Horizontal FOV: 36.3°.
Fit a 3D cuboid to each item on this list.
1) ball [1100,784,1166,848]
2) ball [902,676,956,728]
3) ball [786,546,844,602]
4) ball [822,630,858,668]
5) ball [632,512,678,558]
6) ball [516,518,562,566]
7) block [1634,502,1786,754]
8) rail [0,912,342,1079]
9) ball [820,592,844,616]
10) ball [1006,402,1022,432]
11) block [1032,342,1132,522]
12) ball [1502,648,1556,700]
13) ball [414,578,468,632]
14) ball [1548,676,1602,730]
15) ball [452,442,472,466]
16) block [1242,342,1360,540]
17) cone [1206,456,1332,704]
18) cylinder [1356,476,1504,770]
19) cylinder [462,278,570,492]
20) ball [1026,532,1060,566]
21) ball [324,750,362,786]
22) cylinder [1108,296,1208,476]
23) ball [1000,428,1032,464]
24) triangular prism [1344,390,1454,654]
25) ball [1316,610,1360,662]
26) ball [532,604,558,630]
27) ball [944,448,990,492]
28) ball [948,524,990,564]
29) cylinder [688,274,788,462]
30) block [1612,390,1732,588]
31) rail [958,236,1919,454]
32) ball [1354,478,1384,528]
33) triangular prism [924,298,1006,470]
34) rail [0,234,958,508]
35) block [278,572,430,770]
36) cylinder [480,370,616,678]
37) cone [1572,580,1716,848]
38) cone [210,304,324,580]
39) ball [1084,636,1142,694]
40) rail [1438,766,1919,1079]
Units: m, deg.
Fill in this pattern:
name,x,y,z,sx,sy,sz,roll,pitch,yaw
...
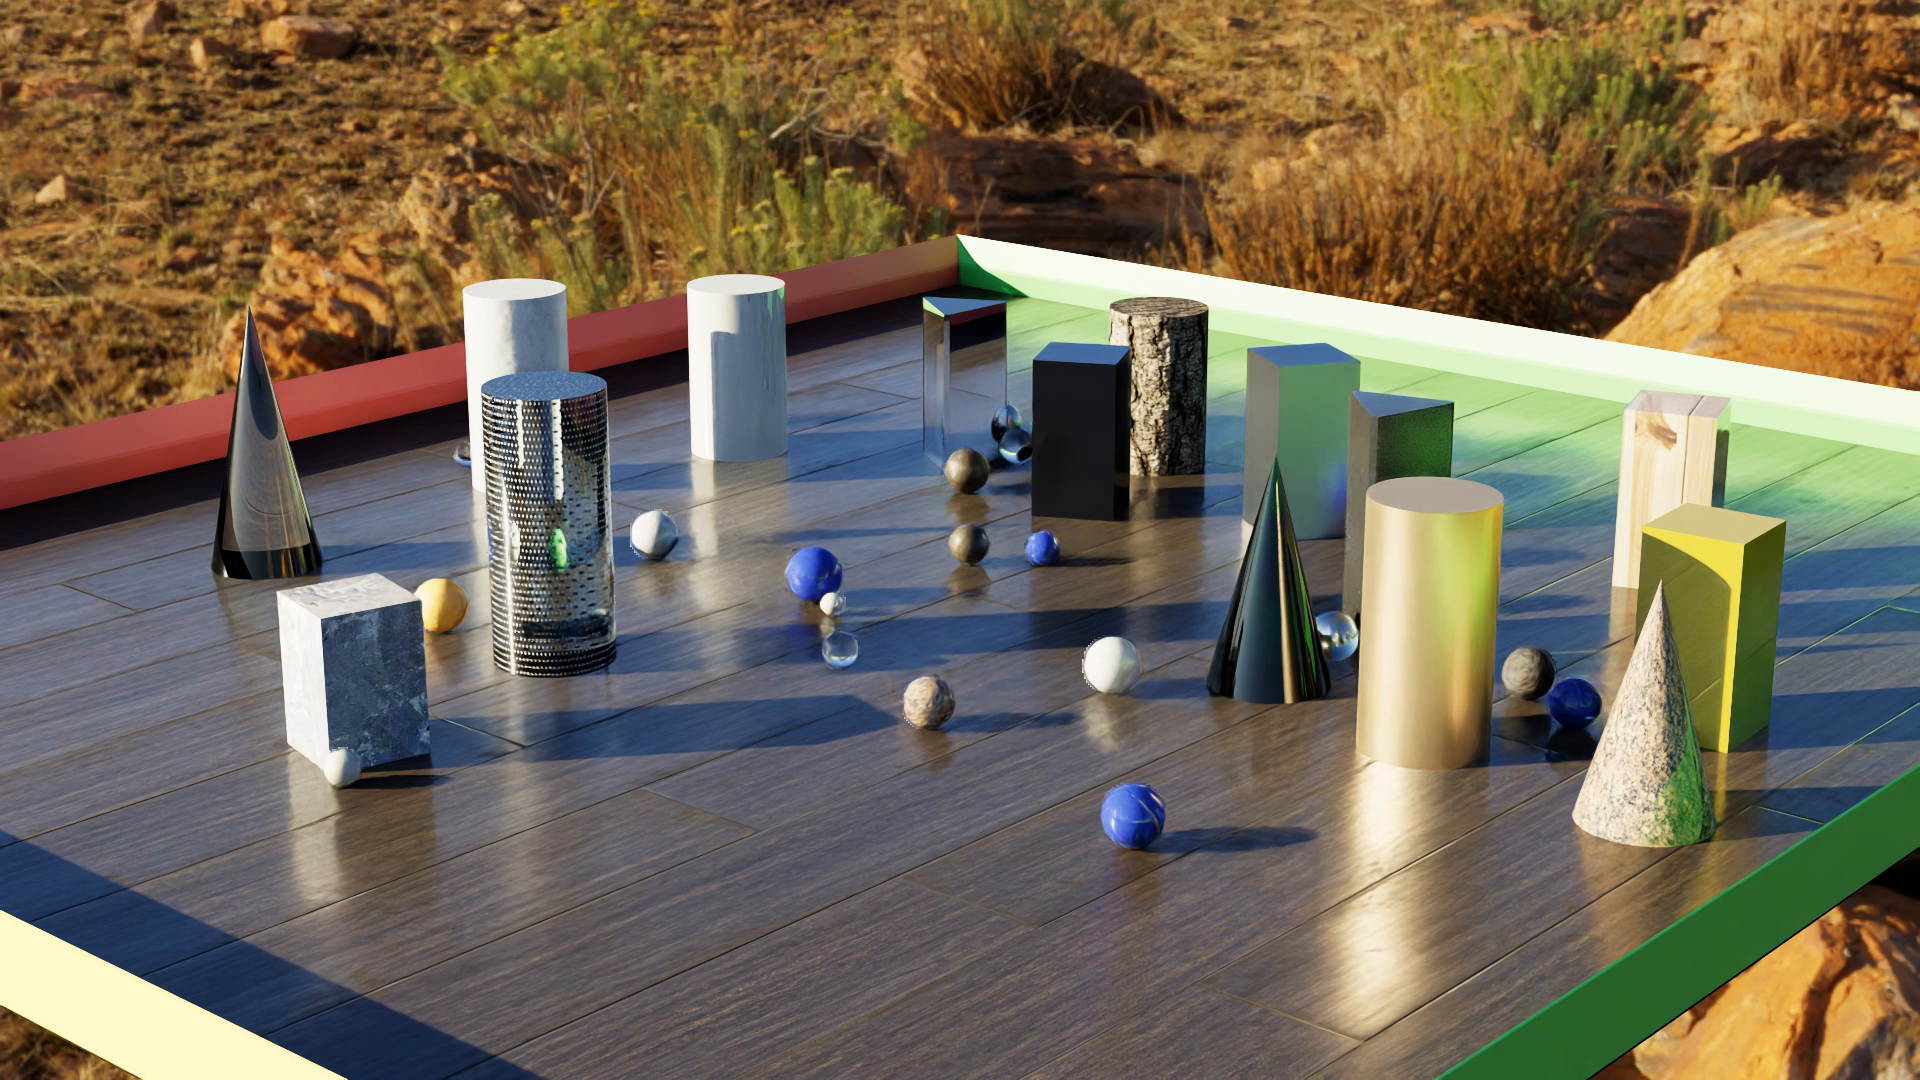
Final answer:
name,x,y,z,sx,sy,sz,roll,pitch,yaw
ball,0.239,0.380,4.039,0.089,0.089,0.089,0,17,0
ball,-0.047,0.249,4.491,0.081,0.081,0.081,0,17,0
ball,-0.252,0.059,5.089,0.098,0.098,0.098,0,17,0
ball,-0.195,0.178,4.760,0.061,0.061,0.061,0,17,0
ball,-0.556,-0.010,5.339,0.086,0.086,0.086,0,17,0
ball,-0.761,0.003,5.297,0.086,0.086,0.086,0,17,0
block,1.135,0.131,4.455,0.160,0.327,0.160,12,21,35
rail,-1.298,0.464,3.688,3.498,0.130,0.045,14,22,39
ball,-0.219,0.110,5.020,0.041,0.041,0.041,0,17,0
ball,0.083,-0.241,6.092,0.094,0.094,0.094,0,17,0
block,0.234,-0.209,5.621,0.160,0.306,0.160,4,17,14
ball,0.895,0.210,4.616,0.082,0.082,0.082,0,17,0
ball,-0.875,0.110,4.933,0.091,0.091,0.091,0,17,0
ball,0.941,0.249,4.489,0.080,0.080,0.080,0,17,0
ball,-1.005,-0.175,5.953,0.049,0.049,0.049,0,17,0
block,0.637,-0.184,5.488,0.160,0.334,0.160,-5,17,-16
cone,0.494,0.047,4.642,0.200,0.379,0.200,0,17,0
cylinder,0.698,0.122,4.366,0.200,0.395,0.200,0,17,0
cylinder,-0.870,-0.303,5.782,0.200,0.392,0.200,0,17,0
ball,0.151,0.015,5.301,0.061,0.061,0.061,0,17,0
ball,-0.898,0.331,4.262,0.054,0.054,0.054,0,17,0
cylinder,0.399,-0.312,5.930,0.200,0.325,0.200,0,17,0
ball,0.118,-0.191,5.963,0.074,0.074,0.074,0,17,0
triangular prism,0.690,-0.029,4.834,0.173,0.415,0.150,-11,20,-32
ball,0.611,0.157,4.789,0.084,0.084,0.084,0,17,0
ball,-0.701,0.131,4.947,0.044,0.044,0.044,0,17,0
ball,0.014,-0.137,5.758,0.089,0.089,0.089,0,17,0
ball,0.017,0.007,5.303,0.074,0.074,0.074,0,17,0
cylinder,-0.457,-0.355,6.033,0.200,0.348,0.200,0,17,0
block,1.259,-0.085,5.183,0.160,0.321,0.160,7,18,22
rail,1.298,-0.398,6.551,3.498,0.130,0.045,14,22,39
ball,0.777,-0.066,5.506,0.098,0.098,0.098,0,17,0
triangular prism,-0.019,-0.324,5.968,0.150,0.325,0.173,16,23,42
rail,-1.303,-0.294,6.203,0.045,0.130,4.007,14,22,39
block,-0.905,0.198,4.381,0.160,0.242,0.160,-11,20,-33
cylinder,-0.664,-0.027,4.748,0.200,0.460,0.200,0,17,0
cone,0.967,0.224,4.092,0.200,0.357,0.200,0,17,0
cone,-1.256,-0.189,5.247,0.200,0.482,0.200,0,17,0
ball,0.243,0.198,4.639,0.091,0.091,0.091,0,17,0
rail,1.303,0.359,4.037,0.045,0.130,4.007,14,22,39
